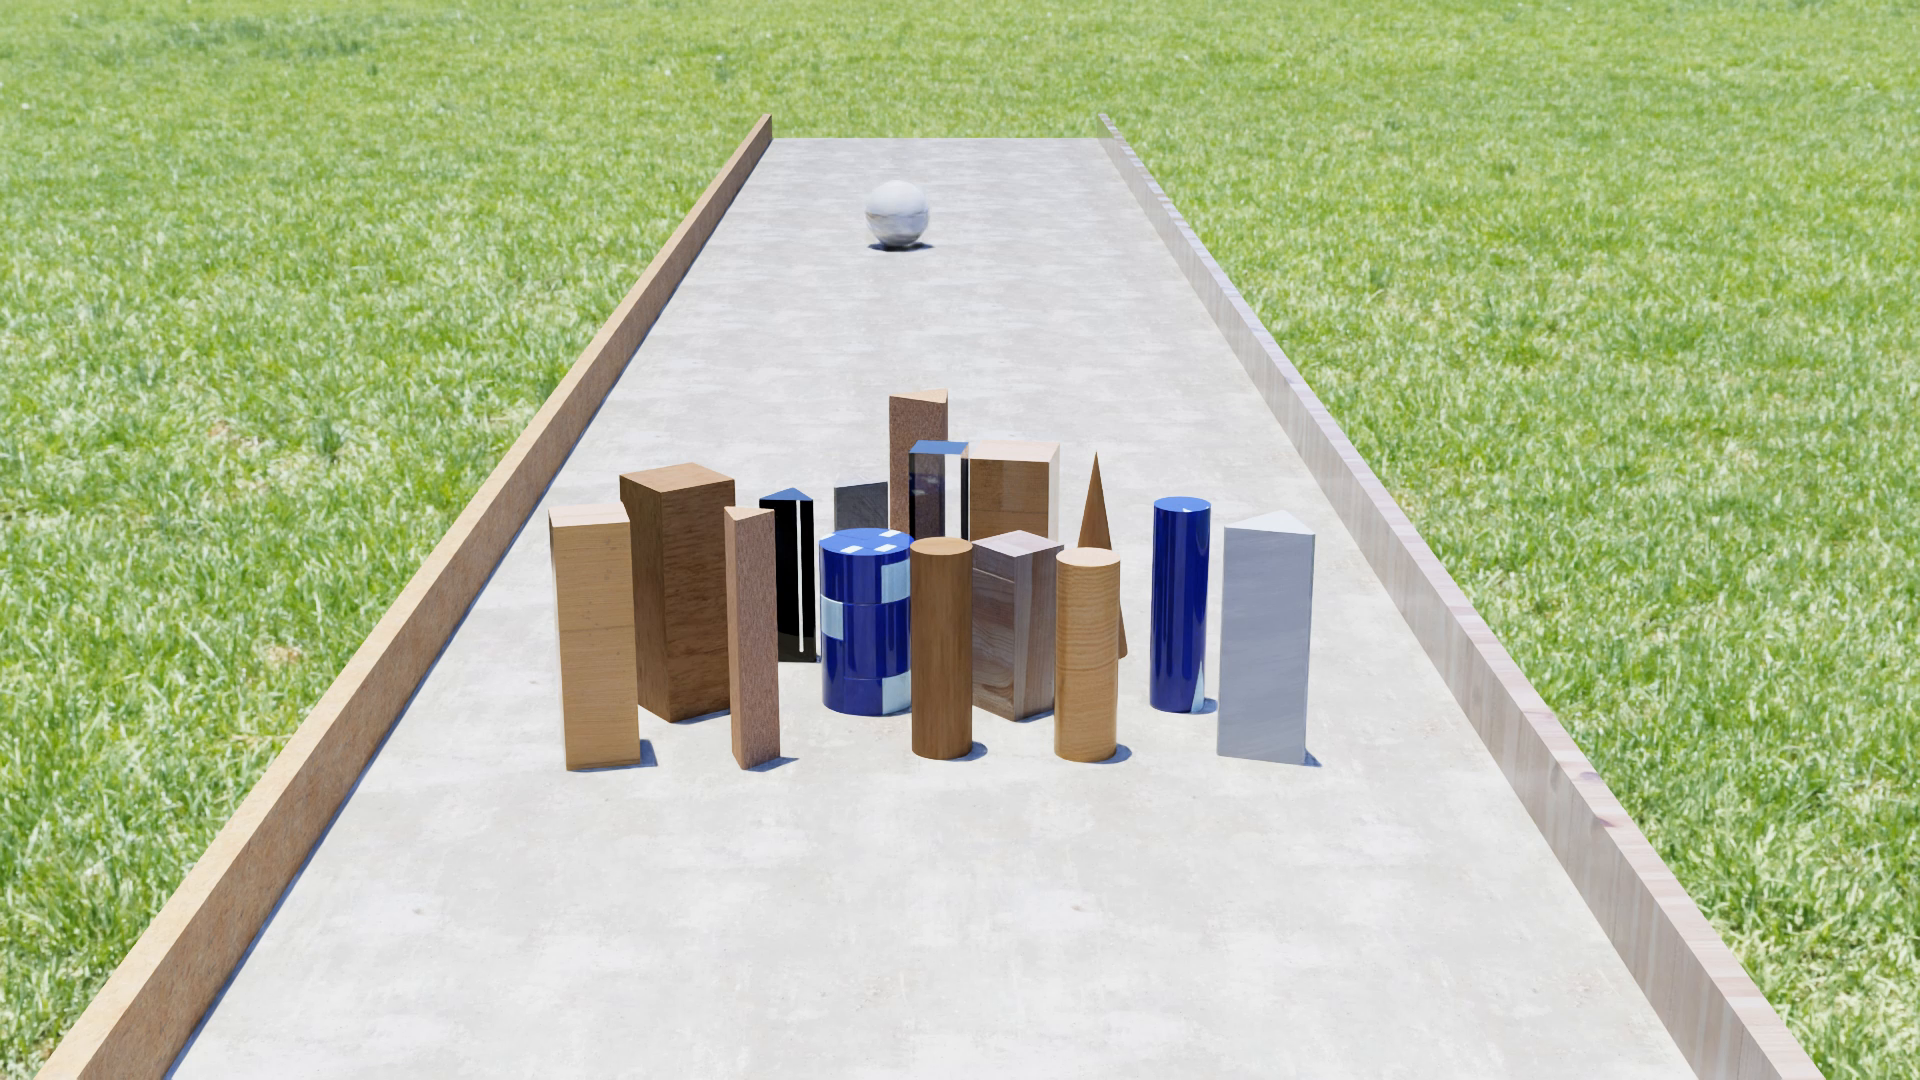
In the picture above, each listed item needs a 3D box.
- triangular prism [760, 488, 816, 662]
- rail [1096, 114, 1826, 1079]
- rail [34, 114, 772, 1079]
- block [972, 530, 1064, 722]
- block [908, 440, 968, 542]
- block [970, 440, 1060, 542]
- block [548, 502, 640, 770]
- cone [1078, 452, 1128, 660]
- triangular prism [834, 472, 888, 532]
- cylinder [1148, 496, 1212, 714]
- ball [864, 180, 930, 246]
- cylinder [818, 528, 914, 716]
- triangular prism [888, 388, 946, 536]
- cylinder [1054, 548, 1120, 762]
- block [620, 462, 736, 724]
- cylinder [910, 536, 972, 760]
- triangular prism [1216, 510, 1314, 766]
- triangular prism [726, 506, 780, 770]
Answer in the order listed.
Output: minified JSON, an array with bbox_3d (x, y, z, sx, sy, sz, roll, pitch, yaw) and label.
[{"bbox_3d":[-0.338,0.069,4.404,0.106,0.337,0.091,1,17,4],"label":"triangular prism"},{"bbox_3d":[0.932,-0.844,7.801,0.050,0.150,12.000,0,17,-1],"label":"rail"},{"bbox_3d":[-1.118,-0.838,7.780,0.050,0.150,12.000,0,17,-1],"label":"rail"},{"bbox_3d":[0.106,0.160,4.125,0.124,0.321,0.124,-14,21,-38],"label":"block"},{"bbox_3d":[-0.041,0.027,4.373,0.102,0.435,0.102,3,17,9],"label":"block"},{"bbox_3d":[0.116,-0.017,4.659,0.167,0.357,0.167,3,17,10],"label":"block"},{"bbox_3d":[-0.644,0.169,3.874,0.130,0.447,0.130,-4,17,-13],"label":"block"},{"bbox_3d":[0.269,0.022,4.408,0.144,0.424,0.144,0,17,0],"label":"cone"},{"bbox_3d":[-0.226,0.017,4.633,0.120,0.305,0.104,-8,18,-24],"label":"triangular prism"},{"bbox_3d":[0.412,0.122,4.127,0.106,0.393,0.106,0,17,0],"label":"cylinder"},{"bbox_3d":[-0.268,-1.402,9.445,0.283,0.283,0.283,0,17,0],"label":"ball"},{"bbox_3d":[-0.175,0.153,4.159,0.179,0.315,0.179,0,17,0],"label":"cylinder"},{"bbox_3d":[-0.063,-0.120,4.891,0.143,0.421,0.124,10,19,30],"label":"triangular prism"},{"bbox_3d":[0.225,0.204,3.901,0.113,0.364,0.113,0,17,0],"label":"cylinder"},{"bbox_3d":[-0.523,0.096,4.123,0.156,0.444,0.156,-12,20,-35],"label":"block"},{"bbox_3d":[-0.033,0.193,3.909,0.110,0.381,0.110,0,17,0],"label":"cylinder"},{"bbox_3d":[0.554,0.169,3.912,0.156,0.426,0.135,5,17,17],"label":"triangular prism"},{"bbox_3d":[-0.379,0.169,3.856,0.077,0.457,0.089,15,22,41],"label":"triangular prism"}]
